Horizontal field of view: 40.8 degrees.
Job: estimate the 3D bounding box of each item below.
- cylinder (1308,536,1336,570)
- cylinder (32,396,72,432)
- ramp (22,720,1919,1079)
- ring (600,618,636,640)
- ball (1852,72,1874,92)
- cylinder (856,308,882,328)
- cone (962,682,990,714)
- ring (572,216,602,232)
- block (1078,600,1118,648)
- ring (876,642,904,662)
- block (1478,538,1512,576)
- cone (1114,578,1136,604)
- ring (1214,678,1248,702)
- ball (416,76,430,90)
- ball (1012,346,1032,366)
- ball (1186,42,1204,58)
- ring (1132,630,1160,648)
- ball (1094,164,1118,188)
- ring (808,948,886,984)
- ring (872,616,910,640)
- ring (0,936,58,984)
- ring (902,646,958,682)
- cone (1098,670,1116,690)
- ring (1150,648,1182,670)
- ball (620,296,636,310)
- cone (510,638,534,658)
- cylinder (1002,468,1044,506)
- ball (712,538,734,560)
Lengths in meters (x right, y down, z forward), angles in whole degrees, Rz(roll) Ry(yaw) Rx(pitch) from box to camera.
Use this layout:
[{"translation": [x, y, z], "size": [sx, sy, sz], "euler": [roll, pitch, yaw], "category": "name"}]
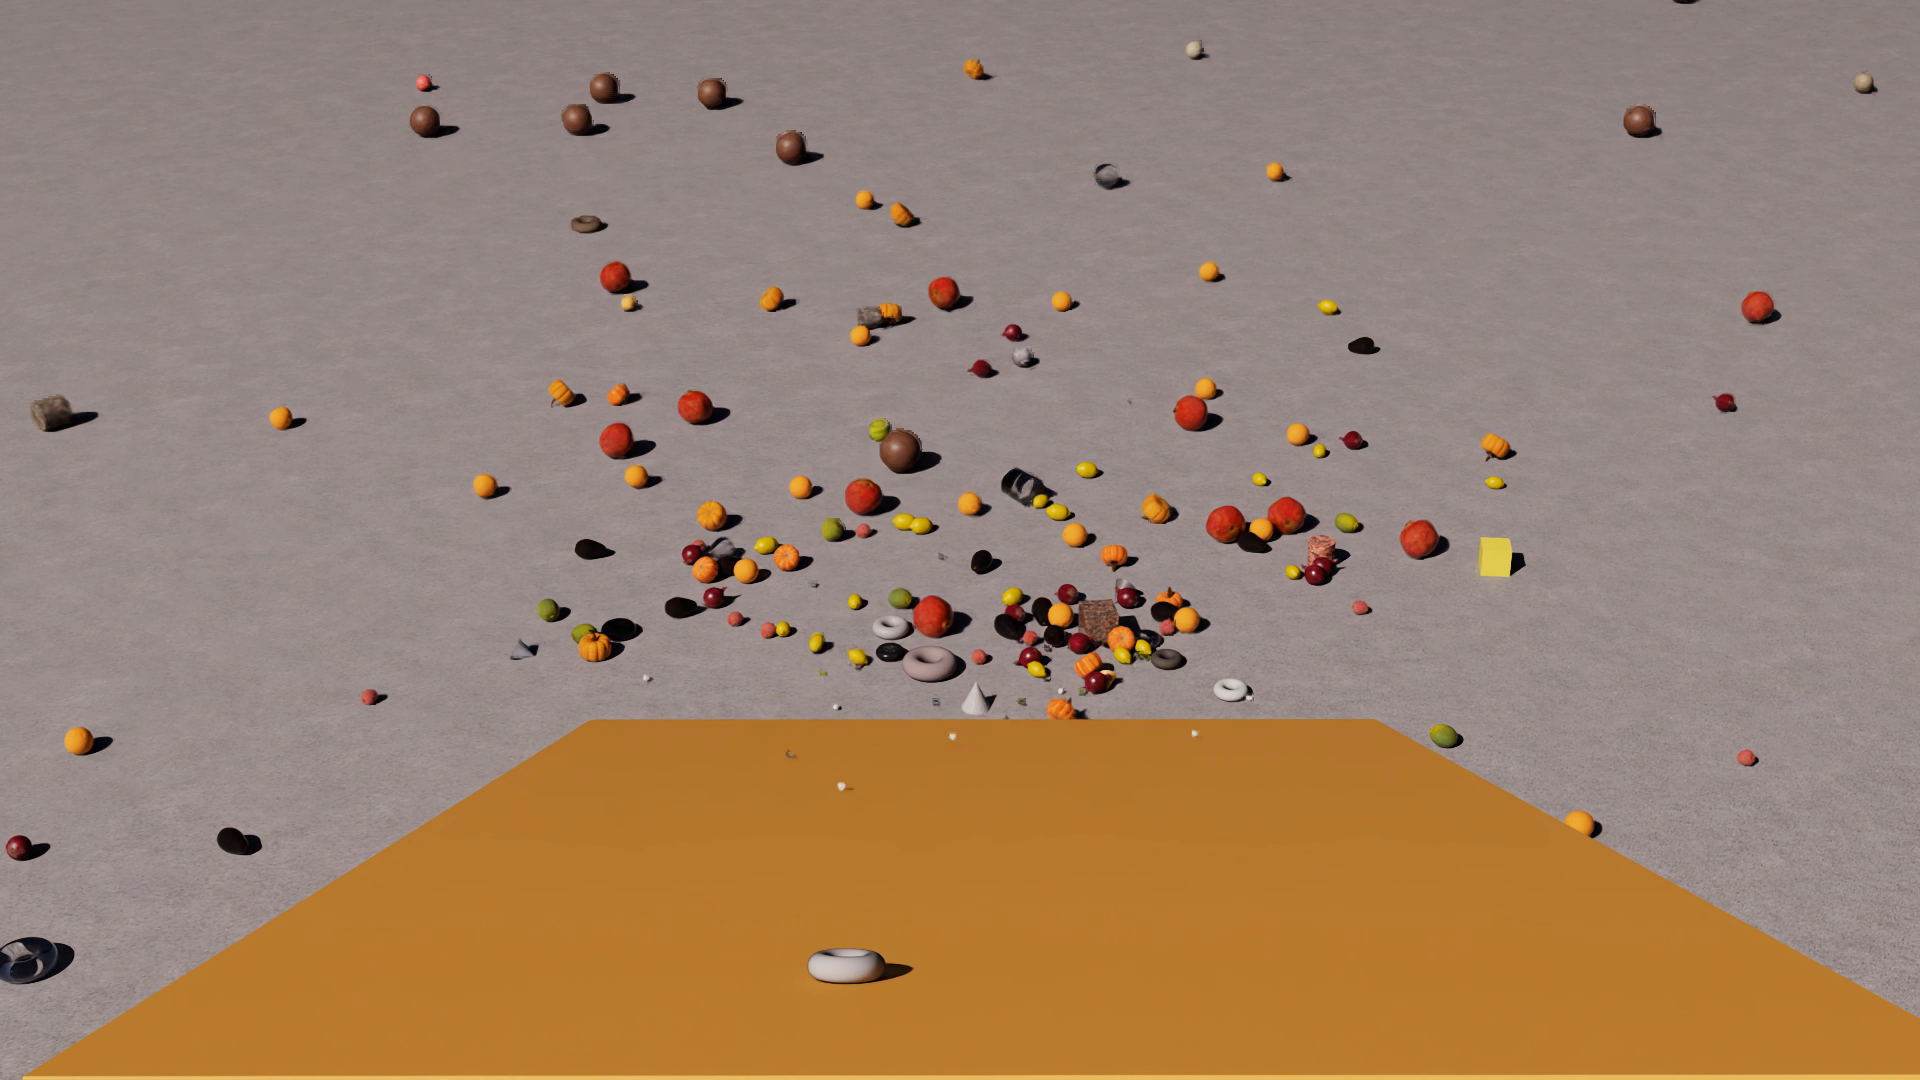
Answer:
[{"translation": [1.054, 0.037, 7.529], "size": [0.077, 0.077, 0.077], "euler": [0, 27, 0], "category": "cylinder"}, {"translation": [-2.955, -0.412, 8.402], "size": [0.094, 0.094, 0.094], "euler": [-23, 35, -38], "category": "cylinder"}, {"translation": [0.061, 0.546, 4.583], "size": [2.000, 0.100, 4.000], "euler": [0, 1, 0], "category": "ramp"}, {"translation": [-0.947, 0.248, 7.161], "size": [0.098, 0.033, 0.098], "euler": [-1, 28, 1], "category": "ring"}, {"translation": [4.097, -2.076, 11.710], "size": [0.090, 0.090, 0.090], "euler": [0, 27, 0], "category": "ball"}, {"translation": [-0.323, -0.789, 9.177], "size": [0.070, 0.070, 0.070], "euler": [2, 24, -26], "category": "cylinder"}, {"translation": [0.043, 0.406, 6.796], "size": [0.078, 0.078, 0.078], "euler": [0, 27, 0], "category": "cone"}, {"translation": [-1.461, -1.235, 10.097], "size": [0.121, 0.040, 0.121], "euler": [-1, 28, 0], "category": "ring"}, {"translation": [0.382, 0.230, 7.128], "size": [0.094, 0.094, 0.094], "euler": [-4, 27, -7], "category": "block"}, {"translation": [-0.191, 0.306, 7.053], "size": [0.079, 0.026, 0.079], "euler": [-1, 28, 0], "category": "ring"}, {"translation": [1.555, 0.049, 7.499], "size": [0.083, 0.083, 0.083], "euler": [2, 27, 5], "category": "block"}, {"translation": [0.456, 0.157, 7.344], "size": [0.067, 0.067, 0.067], "euler": [18, 58, 32], "category": "cone"}, {"translation": [0.720, 0.399, 6.864], "size": [0.093, 0.031, 0.093], "euler": [-1, 27, 1], "category": "ring"}, {"translation": [-2.440, -2.077, 11.737], "size": [0.067, 0.067, 0.067], "euler": [0, 27, 0], "category": "ball"}, {"translation": [0.212, -0.629, 8.864], "size": [0.067, 0.067, 0.067], "euler": [0, 27, 0], "category": "ball"}, {"translation": [1.108, -2.317, 12.197], "size": [0.081, 0.081, 0.081], "euler": [0, 27, 0], "category": "ball"}, {"translation": [0.514, 0.273, 7.118], "size": [0.080, 0.027, 0.080], "euler": [1, 28, 0], "category": "ring"}, {"translation": [0.598, -1.487, 10.529], "size": [0.099, 0.099, 0.099], "euler": [0, 27, 0], "category": "ball"}, {"translation": [-0.136, 0.510, 3.095], "size": [0.094, 0.031, 0.094], "euler": [1, 0, 0], "category": "ring"}, {"translation": [-0.192, 0.242, 7.171], "size": [0.103, 0.034, 0.103], "euler": [0, 28, 0], "category": "ring"}, {"translation": [-2.091, 0.939, 5.773], "size": [0.143, 0.048, 0.143], "euler": [-1, 27, 1], "category": "ring"}, {"translation": [-0.082, 0.334, 6.972], "size": [0.150, 0.050, 0.150], "euler": [0, 25, 0], "category": "ring"}, {"translation": [0.392, 0.383, 6.903], "size": [0.050, 0.050, 0.050], "euler": [2, 53, 4], "category": "cone"}, {"translation": [0.562, 0.324, 7.015], "size": [0.087, 0.029, 0.087], "euler": [-1, 26, 1], "category": "ring"}, {"translation": [-1.200, -0.855, 9.328], "size": [0.051, 0.051, 0.051], "euler": [0, 27, 0], "category": "ball"}, {"translation": [-1.187, 0.307, 7.050], "size": [0.062, 0.062, 0.062], "euler": [25, 25, -10], "category": "cone"}, {"translation": [0.191, -0.162, 7.909], "size": [0.092, 0.092, 0.092], "euler": [-20, 33, -34], "category": "cylinder"}, {"translation": [-0.696, 0.027, 7.562], "size": [0.066, 0.066, 0.066], "euler": [0, 27, 0], "category": "ball"}]
